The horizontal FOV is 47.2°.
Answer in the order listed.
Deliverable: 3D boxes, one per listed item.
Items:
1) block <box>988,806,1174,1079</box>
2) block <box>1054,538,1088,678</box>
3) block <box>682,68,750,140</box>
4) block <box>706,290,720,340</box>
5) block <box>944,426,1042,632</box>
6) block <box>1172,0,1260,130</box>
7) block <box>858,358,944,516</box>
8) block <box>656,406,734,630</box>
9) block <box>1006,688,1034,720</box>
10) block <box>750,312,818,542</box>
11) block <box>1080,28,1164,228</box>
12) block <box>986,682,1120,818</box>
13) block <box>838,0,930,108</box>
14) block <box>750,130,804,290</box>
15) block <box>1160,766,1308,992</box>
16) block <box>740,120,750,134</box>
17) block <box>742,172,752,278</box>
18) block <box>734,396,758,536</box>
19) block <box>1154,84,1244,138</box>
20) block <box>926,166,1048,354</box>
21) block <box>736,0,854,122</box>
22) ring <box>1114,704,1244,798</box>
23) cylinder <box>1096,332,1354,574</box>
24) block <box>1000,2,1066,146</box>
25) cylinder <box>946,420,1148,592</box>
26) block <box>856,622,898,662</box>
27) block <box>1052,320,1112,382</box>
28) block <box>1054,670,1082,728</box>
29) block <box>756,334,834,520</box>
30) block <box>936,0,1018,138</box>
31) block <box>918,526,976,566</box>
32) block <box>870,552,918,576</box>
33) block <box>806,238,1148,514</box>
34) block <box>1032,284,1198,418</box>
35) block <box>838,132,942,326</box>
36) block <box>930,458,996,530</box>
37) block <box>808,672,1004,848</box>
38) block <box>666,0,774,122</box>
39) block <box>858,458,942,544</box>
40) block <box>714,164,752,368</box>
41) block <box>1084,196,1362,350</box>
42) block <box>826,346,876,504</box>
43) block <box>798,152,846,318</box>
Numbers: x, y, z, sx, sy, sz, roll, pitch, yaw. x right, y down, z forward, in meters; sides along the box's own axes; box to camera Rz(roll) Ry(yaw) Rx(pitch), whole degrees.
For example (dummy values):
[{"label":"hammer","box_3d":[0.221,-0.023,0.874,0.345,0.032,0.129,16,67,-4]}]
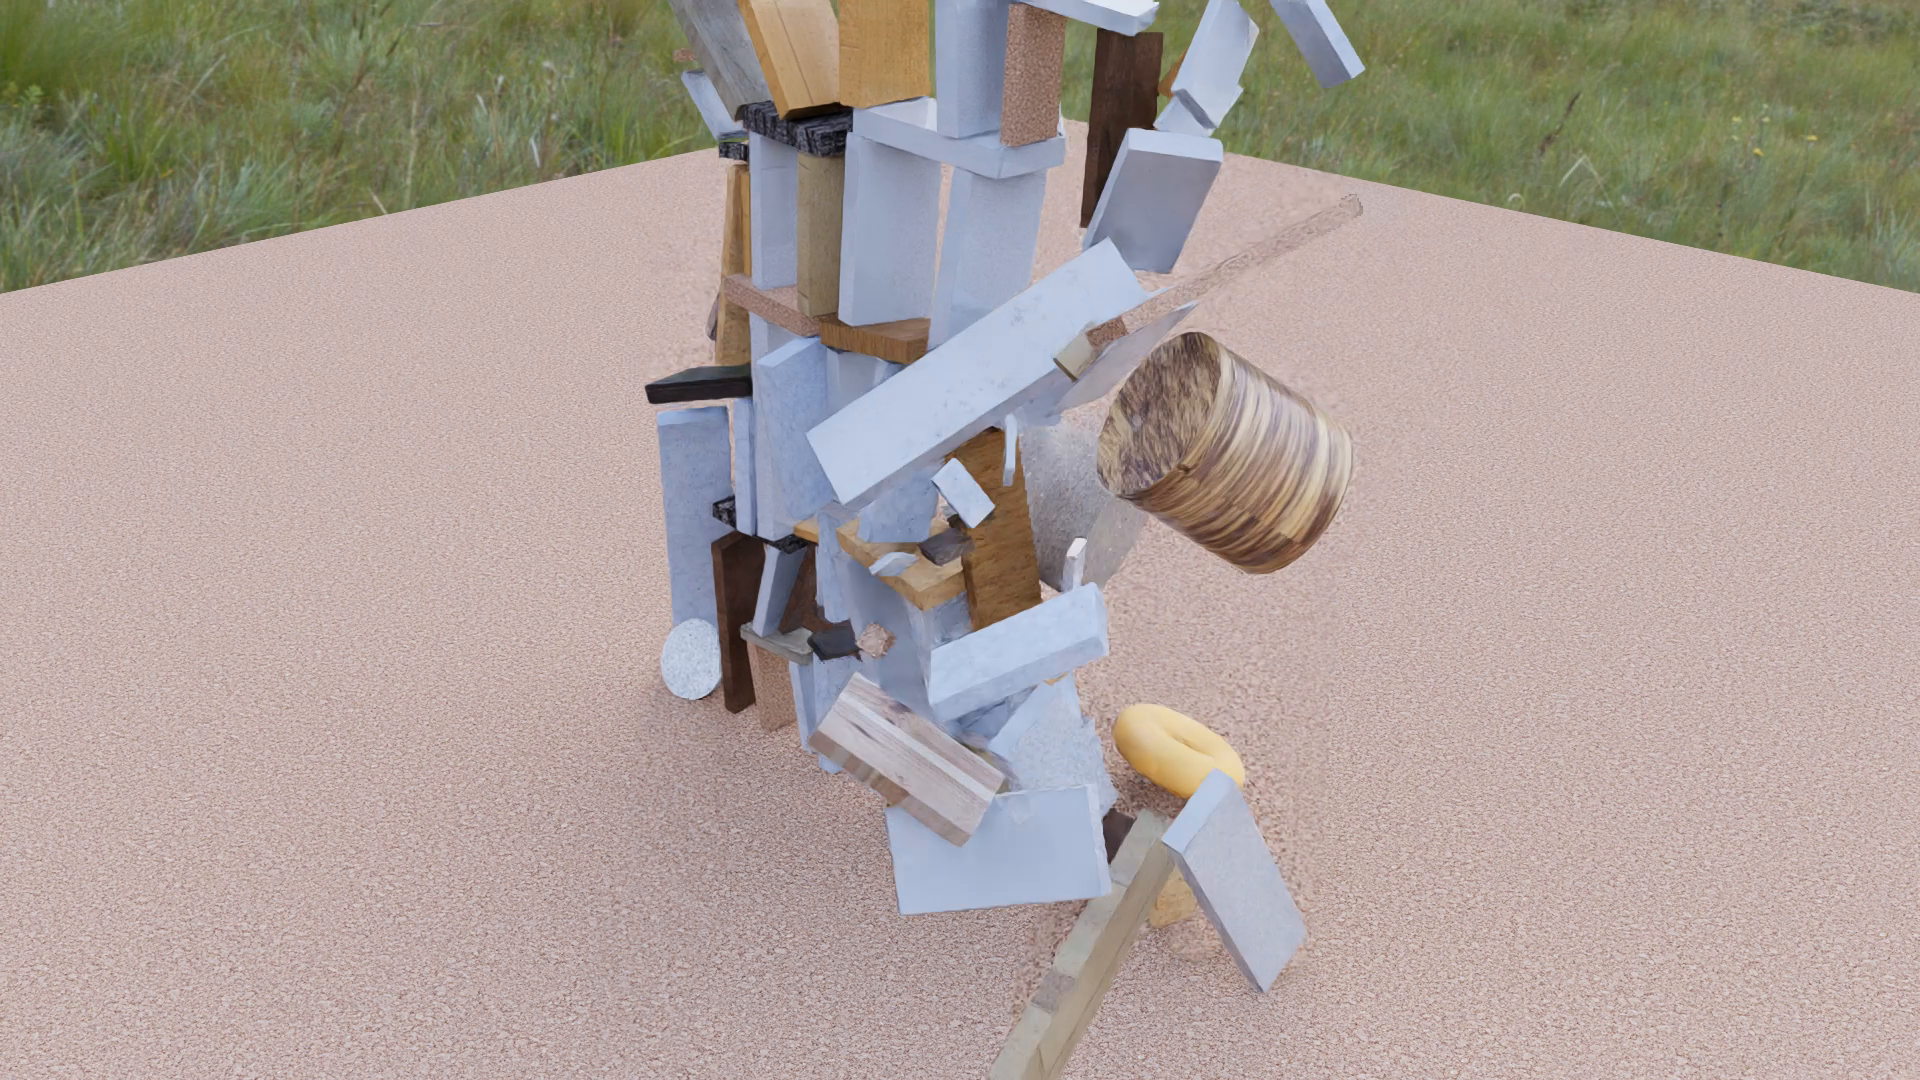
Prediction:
[{"label":"block","box_3d":[0.202,0.682,3.523,0.045,0.160,0.531,20,57,24]},{"label":"block","box_3d":[0.193,0.122,3.927,0.020,0.254,0.070,14,31,14]},{"label":"block","box_3d":[-0.484,-0.873,4.396,0.081,0.023,0.163,-15,67,-36]},{"label":"block","box_3d":[-0.424,-0.480,4.575,0.156,0.156,0.156,20,13,-14]},{"label":"block","box_3d":[0.067,0.017,3.933,0.130,0.463,0.037,-21,30,-21]},{"label":"block","box_3d":[0.403,-0.757,3.464,0.028,0.098,0.196,2,61,46]},{"label":"block","box_3d":[-0.097,-0.188,4.050,0.149,0.299,0.042,-5,24,-32]},{"label":"block","box_3d":[-0.567,0.007,4.805,0.145,0.783,0.041,-6,48,-9]},{"label":"block","box_3d":[0.112,0.283,4.105,0.019,0.135,0.068,16,41,35]},{"label":"block","box_3d":[-0.345,-0.250,4.461,0.046,0.487,0.164,18,30,34]},{"label":"block","box_3d":[0.271,-0.687,3.690,0.117,0.328,0.033,-6,18,-35]},{"label":"block","box_3d":[0.168,0.415,3.912,0.045,0.320,0.160,21,62,42]},{"label":"block","box_3d":[-0.134,-0.960,3.894,0.051,0.358,0.179,19,29,39]},{"label":"block","box_3d":[-0.325,-0.645,4.245,0.153,0.307,0.043,-15,32,-29]},{"label":"block","box_3d":[0.453,0.563,3.532,0.038,0.842,0.133,33,78,27]},{"label":"block","box_3d":[-0.412,-0.862,4.308,0.081,0.023,0.163,-19,68,-39]},{"label":"block","box_3d":[-0.377,-0.630,4.346,0.103,0.207,0.029,-16,31,-31]},{"label":"block","box_3d":[-0.397,-0.168,4.513,0.041,0.290,0.145,20,32,33]},{"label":"block","box_3d":[0.385,-0.698,3.549,0.165,0.082,0.023,-54,23,-24]},{"label":"block","box_3d":[0.044,-0.467,3.891,0.174,0.392,0.049,-9,27,-39]},{"label":"block","box_3d":[-0.305,-0.939,4.067,0.160,0.320,0.045,-15,-10,-29]},{"label":"ring","box_3d":[0.449,0.437,4.505,0.292,0.097,0.292,25,15,-7]},{"label":"cylinder","box_3d":[0.405,-0.131,3.373,0.277,0.277,0.277,29,11,-26]},{"label":"block","box_3d":[0.124,-0.790,3.708,0.033,0.233,0.117,22,30,35]},{"label":"cylinder","box_3d":[0.175,-0.077,4.196,0.288,0.288,0.288,31,34,20]},{"label":"block","box_3d":[-0.131,0.158,3.439,0.046,0.013,0.092,-51,23,-6]},{"label":"block","box_3d":[0.191,-0.294,3.420,0.095,0.048,0.014,-47,5,-26]},{"label":"block","box_3d":[0.187,0.306,4.047,0.067,0.135,0.019,-35,39,-31]},{"label":"block","box_3d":[-0.289,-0.221,4.202,0.046,0.328,0.164,17,39,37]},{"label":"block","box_3d":[0.039,-0.880,3.738,0.051,0.358,0.179,21,32,39]},{"label":"block","box_3d":[-0.022,0.011,3.632,0.070,0.020,0.139,-25,12,-8]},{"label":"block","box_3d":[-0.106,0.039,3.522,0.046,0.013,0.092,-36,-15,17]},{"label":"block","box_3d":[0.032,-0.263,3.533,0.585,0.043,0.152,-32,62,7]},{"label":"block","box_3d":[0.259,-0.320,3.732,0.152,0.304,0.043,-21,75,-39]},{"label":"block","box_3d":[-0.127,-0.574,4.025,0.174,0.348,0.049,-11,28,-31]},{"label":"block","box_3d":[0.004,-0.066,3.124,0.048,0.095,0.014,-45,25,-12]},{"label":"block","box_3d":[-0.075,0.315,3.159,0.266,0.038,0.133,35,43,-1]},{"label":"block","box_3d":[-0.429,-0.958,4.271,0.160,0.045,0.320,-16,65,-29]},{"label":"block","box_3d":[-0.100,-0.124,3.986,0.130,0.260,0.037,0,18,-35]},{"label":"block","box_3d":[-0.425,-0.549,4.407,0.103,0.409,0.029,-9,28,-32]},{"label":"block","box_3d":[0.411,-0.415,3.388,0.517,0.028,0.098,-29,6,-31]},{"label":"block","box_3d":[-0.175,-0.232,4.221,0.149,0.311,0.042,-15,29,-28]},{"label":"block","box_3d":[-0.223,-0.576,4.076,0.153,0.307,0.043,-15,33,-29]}]
